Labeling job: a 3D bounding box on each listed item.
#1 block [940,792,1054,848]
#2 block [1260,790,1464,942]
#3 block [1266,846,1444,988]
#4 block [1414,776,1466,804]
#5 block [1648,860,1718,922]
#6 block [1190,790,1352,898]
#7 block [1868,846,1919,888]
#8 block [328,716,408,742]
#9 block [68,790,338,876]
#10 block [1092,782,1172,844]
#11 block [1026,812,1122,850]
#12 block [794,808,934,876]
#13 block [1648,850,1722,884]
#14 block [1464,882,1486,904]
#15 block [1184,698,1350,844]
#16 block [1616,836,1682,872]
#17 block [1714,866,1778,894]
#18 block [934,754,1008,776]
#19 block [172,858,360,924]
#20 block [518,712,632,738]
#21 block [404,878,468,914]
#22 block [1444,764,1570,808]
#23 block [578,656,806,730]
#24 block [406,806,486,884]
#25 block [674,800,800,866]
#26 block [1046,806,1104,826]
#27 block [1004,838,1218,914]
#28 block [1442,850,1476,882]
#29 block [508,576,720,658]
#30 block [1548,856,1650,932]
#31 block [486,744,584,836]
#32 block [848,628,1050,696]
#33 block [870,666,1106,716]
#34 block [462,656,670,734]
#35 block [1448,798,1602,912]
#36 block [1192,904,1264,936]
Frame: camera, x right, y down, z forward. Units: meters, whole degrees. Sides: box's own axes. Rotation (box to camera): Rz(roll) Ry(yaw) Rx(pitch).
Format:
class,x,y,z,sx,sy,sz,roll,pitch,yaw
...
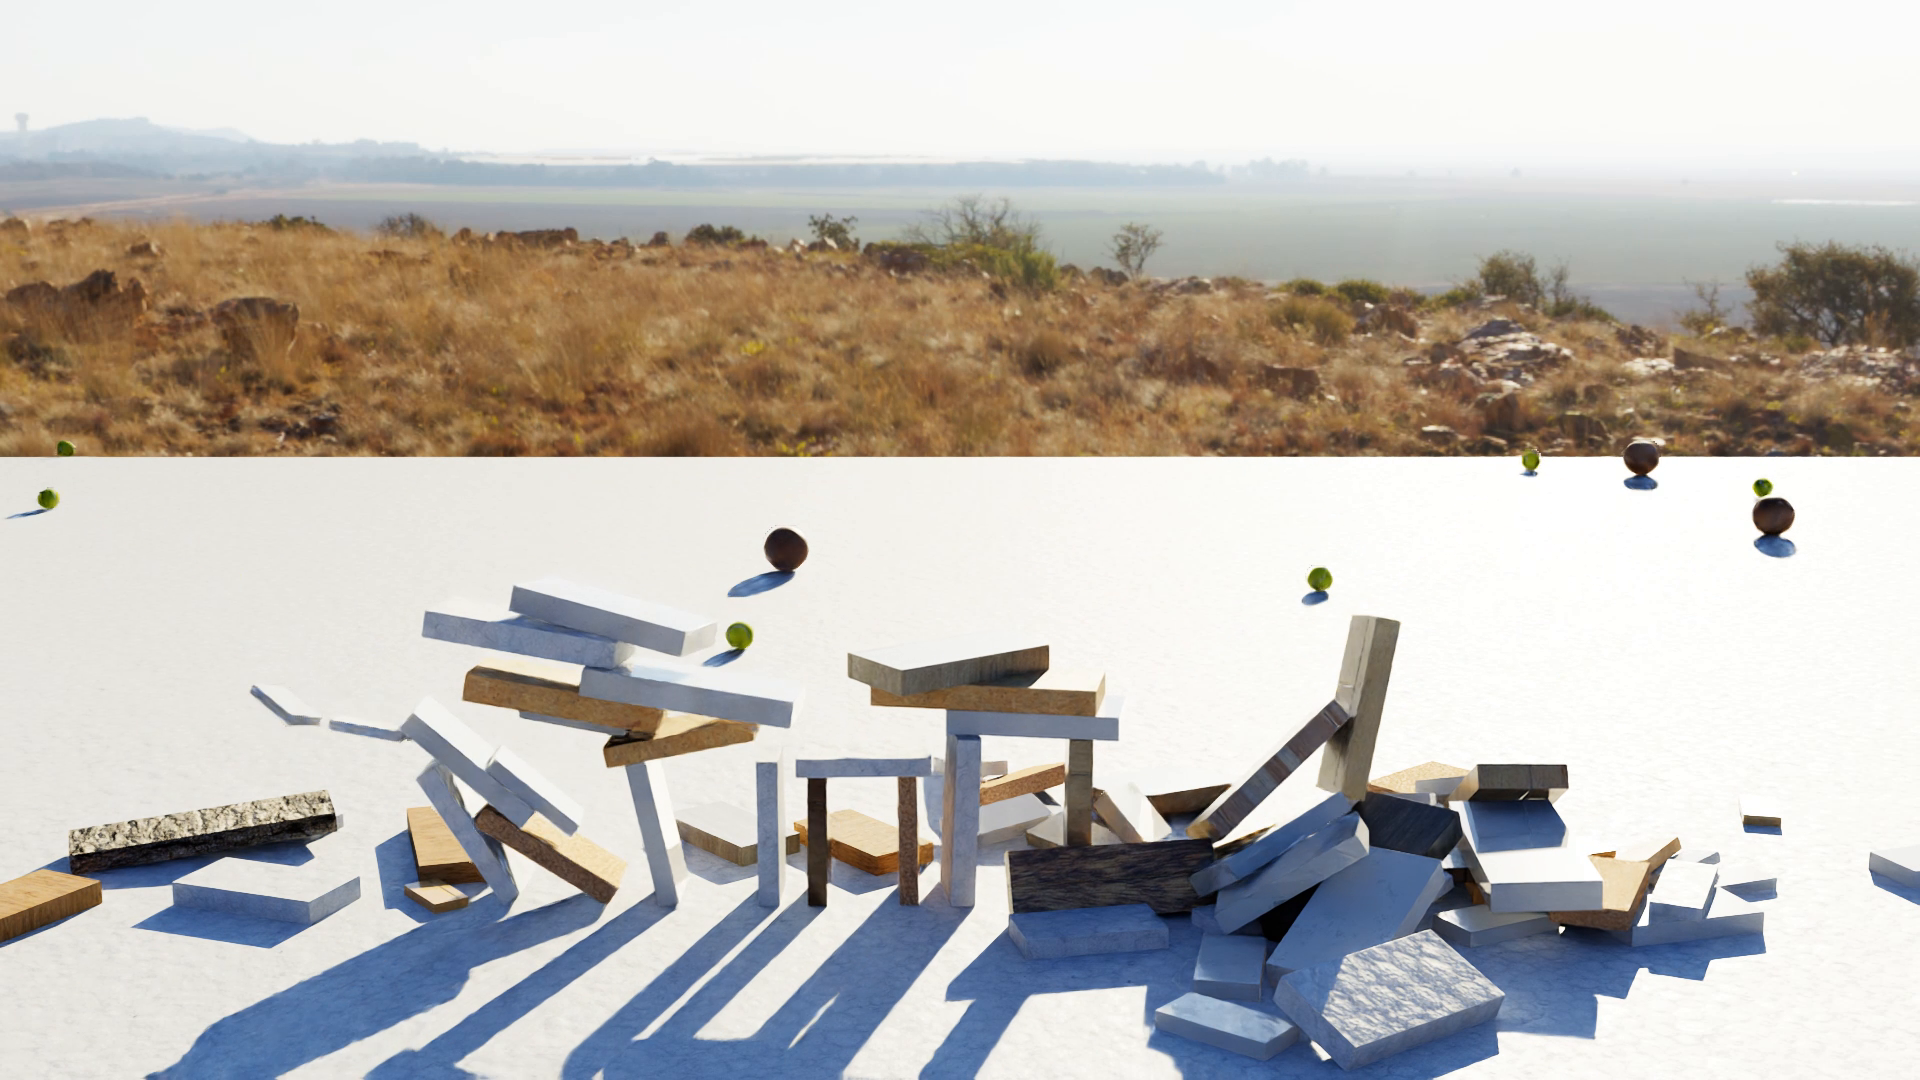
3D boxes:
class,x,y,z,sx,sy,sz,roll,pitch,yaw
block,0.067,0.506,3.945,0.182,0.026,0.091,-13,24,-21
block,0.642,0.533,3.502,0.171,0.048,0.341,9,36,40
block,0.601,0.578,3.327,0.153,0.043,0.307,7,33,34
block,0.958,0.457,4.035,0.109,0.031,0.218,18,-21,-40
block,1.170,0.565,3.554,0.080,0.023,0.224,5,12,24
block,0.502,0.491,3.556,0.256,0.036,0.128,-25,-9,-29
block,1.875,0.544,3.835,0.611,0.031,0.109,-3,11,-18
block,-0.957,0.307,3.571,0.119,0.017,0.059,10,2,-1
block,-1.337,0.514,3.889,0.443,0.036,0.128,-8,16,-21
block,0.302,0.485,3.831,0.032,0.114,0.229,-41,-11,11
block,0.212,0.529,3.854,0.091,0.026,0.182,-24,26,-37
block,-0.172,0.532,3.884,0.124,0.035,0.248,-8,13,-38
block,1.219,0.555,3.726,0.132,0.019,0.066,-15,4,-33
block,0.969,0.574,3.664,0.239,0.034,0.119,1,11,5
block,0.511,0.391,3.664,0.301,0.043,0.151,-41,-6,-16
block,1.170,0.546,3.771,0.080,0.023,0.160,-19,-3,38
block,1.298,0.575,3.700,0.132,0.019,0.066,-4,11,-21
block,0.020,0.440,4.297,0.097,0.028,0.194,-3,0,-15
block,-1.144,0.578,3.630,0.270,0.038,0.135,4,11,20
block,-0.626,0.287,3.612,0.176,0.025,0.088,10,8,3
block,-0.866,0.588,3.634,0.059,0.017,0.119,-8,13,-37
block,0.961,0.453,3.885,0.153,0.043,0.307,0,-19,1
block,-0.430,0.242,3.565,0.342,0.044,0.157,9,8,2
block,-0.893,0.533,3.871,0.135,0.038,0.336,-3,11,-17
block,-0.409,0.523,3.932,0.124,0.035,0.248,-9,14,-39
block,0.156,0.512,4.012,0.194,0.028,0.097,3,11,17
block,0.245,0.551,3.556,0.342,0.114,0.032,-2,-13,-12
block,0.850,0.544,3.663,0.182,0.026,0.091,-2,10,8
block,-0.566,0.124,3.604,0.304,0.043,0.152,14,8,12
block,1.028,0.564,3.529,0.119,0.034,0.238,4,12,25
block,-0.697,0.411,3.613,0.176,0.025,0.088,41,5,-11
block,-0.018,0.200,3.640,0.304,0.043,0.152,-8,13,-36
block,0.048,0.244,3.642,0.371,0.043,0.151,2,11,9
block,-0.637,0.252,3.595,0.314,0.044,0.157,10,8,0
block,0.920,0.512,3.605,0.171,0.048,0.424,-2,10,4
block,0.473,0.602,3.533,0.181,0.026,0.090,-6,12,-29
